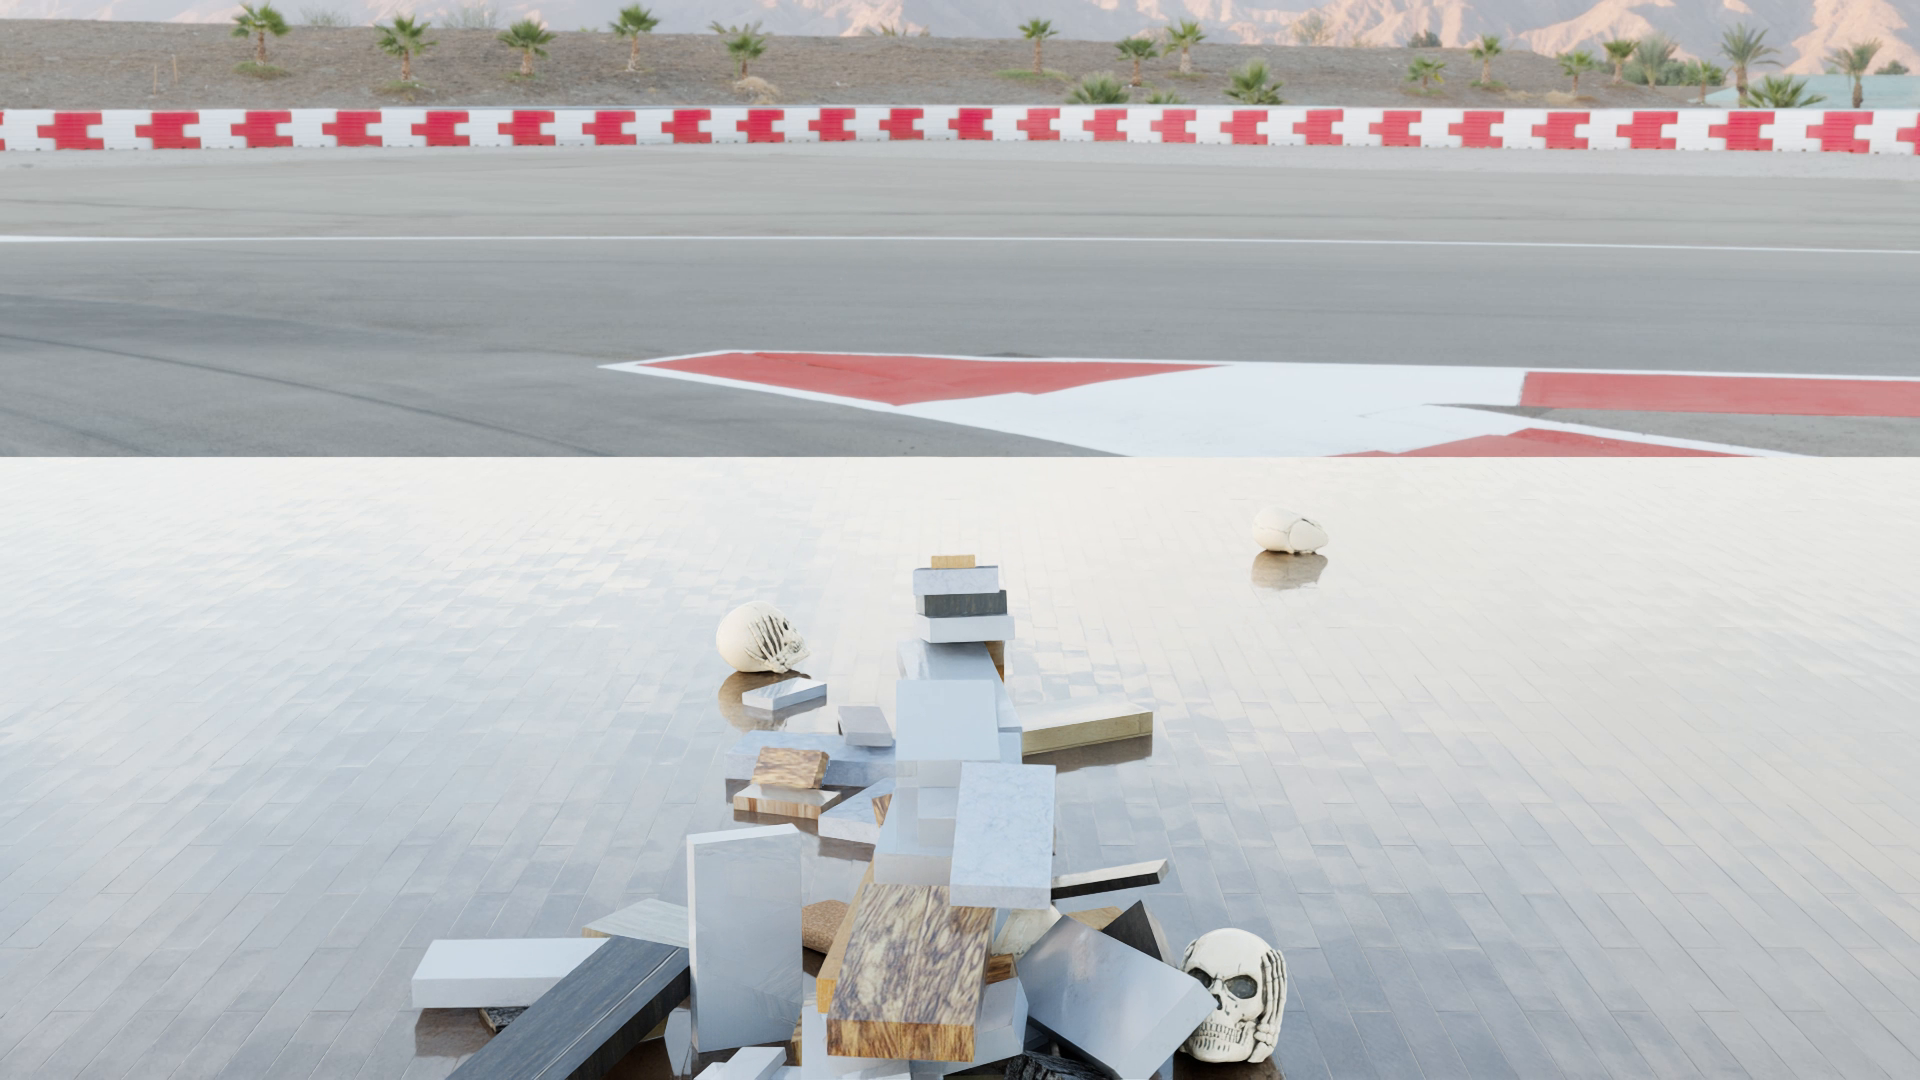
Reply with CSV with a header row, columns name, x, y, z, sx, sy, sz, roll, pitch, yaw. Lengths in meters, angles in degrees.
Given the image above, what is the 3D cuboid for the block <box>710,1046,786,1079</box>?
name,x,y,z,sx,sy,sz,roll,pitch,yaw
block,-0.274,0.678,2.789,0.061,0.017,0.122,-5,12,22

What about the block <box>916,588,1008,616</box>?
name,x,y,z,sx,sy,sz,roll,pitch,yaw
block,0.000,0.108,3.940,0.144,0.041,0.287,-2,0,-4

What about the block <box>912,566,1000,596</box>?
name,x,y,z,sx,sy,sz,roll,pitch,yaw
block,-0.005,0.069,3.808,0.144,0.041,0.287,-2,0,1

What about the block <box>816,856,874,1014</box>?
name,x,y,z,sx,sy,sz,roll,pitch,yaw
block,-0.051,0.504,3.059,0.176,0.050,0.546,3,18,9

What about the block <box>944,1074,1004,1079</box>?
name,x,y,z,sx,sy,sz,roll,pitch,yaw
block,0.026,0.815,2.328,0.167,0.047,1.072,-1,11,-3

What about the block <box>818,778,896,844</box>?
name,x,y,z,sx,sy,sz,roll,pitch,yaw
block,-0.140,0.499,4.058,0.131,0.037,0.263,5,12,25

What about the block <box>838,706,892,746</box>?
name,x,y,z,sx,sy,sz,roll,pitch,yaw
block,-0.198,0.381,4.528,0.090,0.026,0.468,2,2,-5

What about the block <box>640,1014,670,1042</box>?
name,x,y,z,sx,sy,sz,roll,pitch,yaw
block,-0.457,0.676,3.054,0.105,0.053,0.015,-8,39,-34

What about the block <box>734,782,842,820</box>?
name,x,y,z,sx,sy,sz,roll,pitch,yaw
block,-0.325,0.490,4.136,0.181,0.026,0.090,4,11,21

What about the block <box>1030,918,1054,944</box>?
name,x,y,z,sx,sy,sz,roll,pitch,yaw
block,0.156,0.619,3.475,0.049,0.014,0.099,6,12,28

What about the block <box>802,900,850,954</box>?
name,x,y,z,sx,sy,sz,roll,pitch,yaw
block,-0.175,0.610,3.424,0.117,0.033,0.234,-9,10,-40

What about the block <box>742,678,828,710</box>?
name,x,y,z,sx,sy,sz,roll,pitch,yaw
block,-0.391,0.344,4.924,0.090,0.026,0.181,8,13,37

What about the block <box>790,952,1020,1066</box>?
name,x,y,z,sx,sy,sz,roll,pitch,yaw
block,-0.072,0.648,3.025,0.301,0.043,0.150,-13,12,8

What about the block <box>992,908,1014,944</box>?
name,x,y,z,sx,sy,sz,roll,pitch,yaw
block,-0.022,0.593,3.175,0.117,0.033,0.234,8,53,37

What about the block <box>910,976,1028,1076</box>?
name,x,y,z,sx,sy,sz,roll,pitch,yaw
block,-0.060,0.658,2.873,0.293,0.041,0.146,-17,11,9

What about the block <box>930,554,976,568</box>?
name,x,y,z,sx,sy,sz,roll,pitch,yaw
block,-0.011,0.037,3.878,0.077,0.022,0.153,-2,0,1

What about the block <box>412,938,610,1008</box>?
name,x,y,z,sx,sy,sz,roll,pitch,yaw
block,-0.632,0.634,3.230,0.310,0.044,0.155,0,11,-2

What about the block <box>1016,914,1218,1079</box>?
name,x,y,z,sx,sy,sz,roll,pitch,yaw
block,0.185,0.617,2.971,0.155,0.044,0.457,-44,14,-13

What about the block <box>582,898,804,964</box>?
name,x,y,z,sx,sy,sz,roll,pitch,yaw
block,-0.412,0.622,3.377,0.310,0.044,0.155,7,13,33

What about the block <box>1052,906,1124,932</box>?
name,x,y,z,sx,sy,sz,roll,pitch,yaw
block,0.215,0.607,3.477,0.122,0.017,0.061,-2,19,-35

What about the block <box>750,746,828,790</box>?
name,x,y,z,sx,sy,sz,roll,pitch,yaw
block,-0.328,0.441,4.227,0.153,0.076,0.022,1,-26,35

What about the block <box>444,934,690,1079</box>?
name,x,y,z,sx,sy,sz,roll,pitch,yaw
block,-0.526,0.667,2.926,0.150,0.043,0.471,5,21,25

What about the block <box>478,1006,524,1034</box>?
name,x,y,z,sx,sy,sz,roll,pitch,yaw
block,-0.651,0.680,3.146,0.052,0.015,0.103,-5,12,-26

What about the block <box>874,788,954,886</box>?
name,x,y,z,sx,sy,sz,roll,pitch,yaw
block,-0.012,0.404,3.203,0.176,0.050,0.352,2,18,6

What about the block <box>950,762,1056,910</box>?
name,x,y,z,sx,sy,sz,roll,pitch,yaw
block,0.061,0.398,2.986,0.131,0.037,0.263,2,31,3

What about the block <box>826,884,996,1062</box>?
name,x,y,z,sx,sy,sz,roll,pitch,yaw
block,-0.056,0.541,2.786,0.176,0.050,0.352,1,18,5

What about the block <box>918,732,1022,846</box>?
name,x,y,z,sx,sy,sz,roll,pitch,yaw
block,0.016,0.358,3.193,0.149,0.042,0.299,0,18,0

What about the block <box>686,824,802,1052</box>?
name,x,y,z,sx,sy,sz,roll,pitch,yaw
block,-0.298,0.552,3.052,0.150,0.301,0.043,-4,11,-20

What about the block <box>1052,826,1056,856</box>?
name,x,y,z,sx,sy,sz,roll,pitch,yaw
block,0.055,0.467,3.594,0.171,0.048,0.341,-2,-17,8

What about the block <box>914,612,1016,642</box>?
name,x,y,z,sx,sy,sz,roll,pitch,yaw
block,0.006,0.150,3.837,0.144,0.041,0.287,-2,0,-6

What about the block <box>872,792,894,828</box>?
name,x,y,z,sx,sy,sz,roll,pitch,yaw
block,-0.029,0.460,3.774,0.171,0.048,0.341,-15,-14,7

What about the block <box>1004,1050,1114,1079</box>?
name,x,y,z,sx,sy,sz,roll,pitch,yaw
block,0.198,0.714,2.731,0.146,0.041,0.292,21,-2,-35

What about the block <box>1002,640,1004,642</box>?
name,x,y,z,sx,sy,sz,roll,pitch,yaw
block,0.002,0.283,5.022,0.176,0.050,1.198,0,8,3

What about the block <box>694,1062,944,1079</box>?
name,x,y,z,sx,sy,sz,roll,pitch,yaw
block,-0.202,0.713,2.723,0.333,0.047,0.167,-4,12,25

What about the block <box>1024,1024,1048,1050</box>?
name,x,y,z,sx,sy,sz,roll,pitch,yaw
block,0.067,0.691,3.084,0.105,0.015,0.053,9,14,39

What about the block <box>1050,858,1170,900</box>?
name,x,y,z,sx,sy,sz,roll,pitch,yaw
block,0.141,0.510,3.225,0.334,0.017,0.061,-12,6,21

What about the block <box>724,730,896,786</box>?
name,x,y,z,sx,sy,sz,roll,pitch,yaw
block,-0.271,0.435,4.369,0.353,0.050,0.176,2,11,12

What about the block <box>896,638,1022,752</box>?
name,x,y,z,sx,sy,sz,roll,pitch,yaw
block,-0.008,0.249,3.597,0.149,0.042,0.522,-2,13,-6

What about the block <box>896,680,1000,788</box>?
name,x,y,z,sx,sy,sz,roll,pitch,yaw
block,-0.020,0.285,3.275,0.149,0.042,0.299,0,19,-1

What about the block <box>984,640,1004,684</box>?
name,x,y,z,sx,sy,sz,roll,pitch,yaw
block,0.002,0.190,3.987,0.150,0.043,0.301,0,19,0

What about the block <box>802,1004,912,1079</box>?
name,x,y,z,sx,sy,sz,roll,pitch,yaw
block,-0.132,0.647,2.779,0.131,0.037,0.263,-9,11,-2

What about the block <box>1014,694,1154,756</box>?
name,x,y,z,sx,sy,sz,roll,pitch,yaw
block,0.210,0.387,4.623,0.353,0.050,0.176,-6,12,-30

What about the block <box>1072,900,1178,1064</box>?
name,x,y,z,sx,sy,sz,roll,pitch,yaw
block,0.223,0.628,3.075,0.167,0.047,0.333,-39,10,5
